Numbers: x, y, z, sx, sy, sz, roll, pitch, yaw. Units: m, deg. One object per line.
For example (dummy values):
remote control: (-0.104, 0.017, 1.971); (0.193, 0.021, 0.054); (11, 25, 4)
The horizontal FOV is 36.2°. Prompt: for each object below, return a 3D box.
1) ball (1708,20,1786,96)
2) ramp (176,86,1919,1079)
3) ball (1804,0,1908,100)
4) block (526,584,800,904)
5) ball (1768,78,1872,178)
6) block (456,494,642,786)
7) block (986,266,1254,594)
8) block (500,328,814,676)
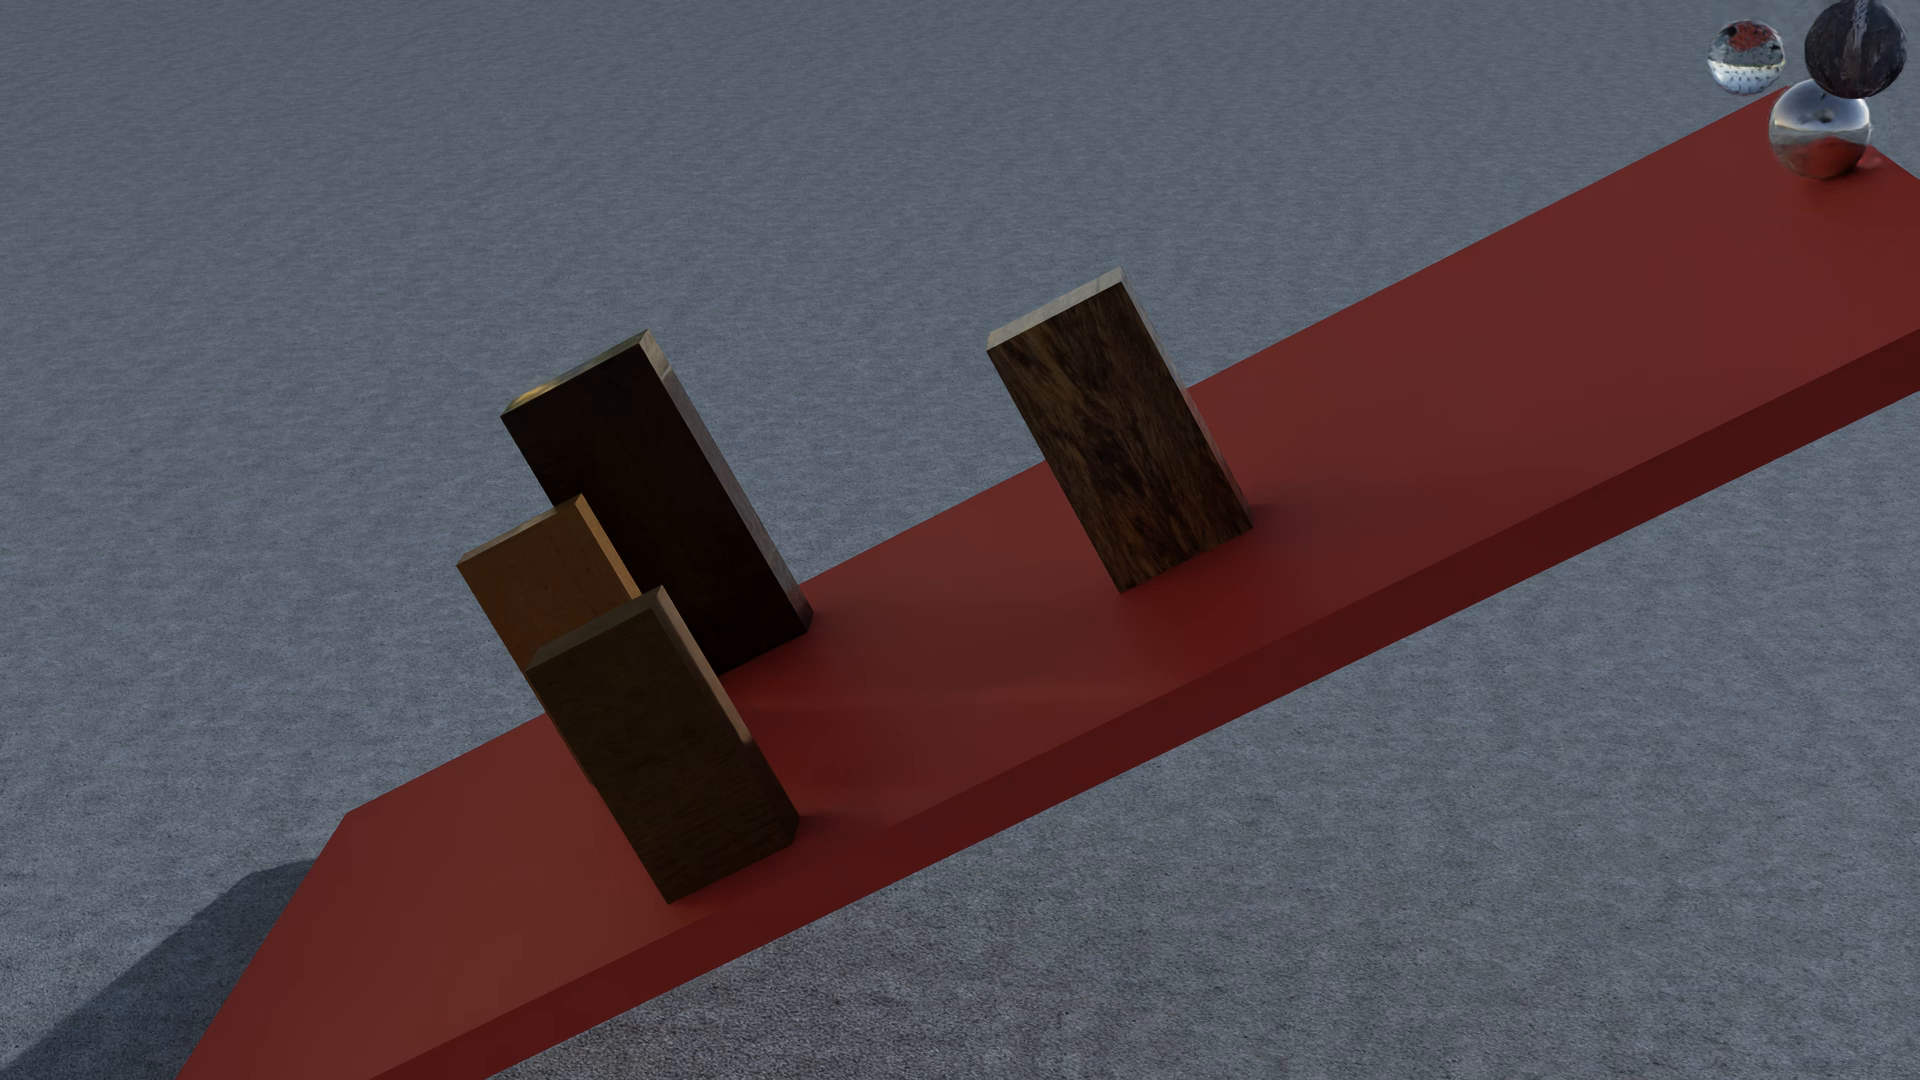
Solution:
ball: (1.532, -0.940, 5.731); (0.147, 0.147, 0.147); (0, 18, 0)
ramp: (0.141, 0.167, 6.282); (4.000, 0.100, 2.000); (-27, 14, 11)
ball: (1.720, -0.943, 5.648); (0.191, 0.191, 0.191); (0, 18, 0)
block: (-0.560, 0.390, 5.578); (0.274, 0.532, 0.135); (-27, 14, 11)
ball: (1.753, -0.839, 5.996); (0.204, 0.204, 0.204); (0, 18, 0)
block: (-0.836, 0.225, 6.578); (0.308, 0.590, 0.083); (-27, 14, 11)
block: (0.322, -0.220, 5.897); (0.300, 0.568, 0.147); (-27, 14, 11)
block: (-0.705, -0.056, 6.899); (0.374, 0.786, 0.144); (-27, 14, 11)
